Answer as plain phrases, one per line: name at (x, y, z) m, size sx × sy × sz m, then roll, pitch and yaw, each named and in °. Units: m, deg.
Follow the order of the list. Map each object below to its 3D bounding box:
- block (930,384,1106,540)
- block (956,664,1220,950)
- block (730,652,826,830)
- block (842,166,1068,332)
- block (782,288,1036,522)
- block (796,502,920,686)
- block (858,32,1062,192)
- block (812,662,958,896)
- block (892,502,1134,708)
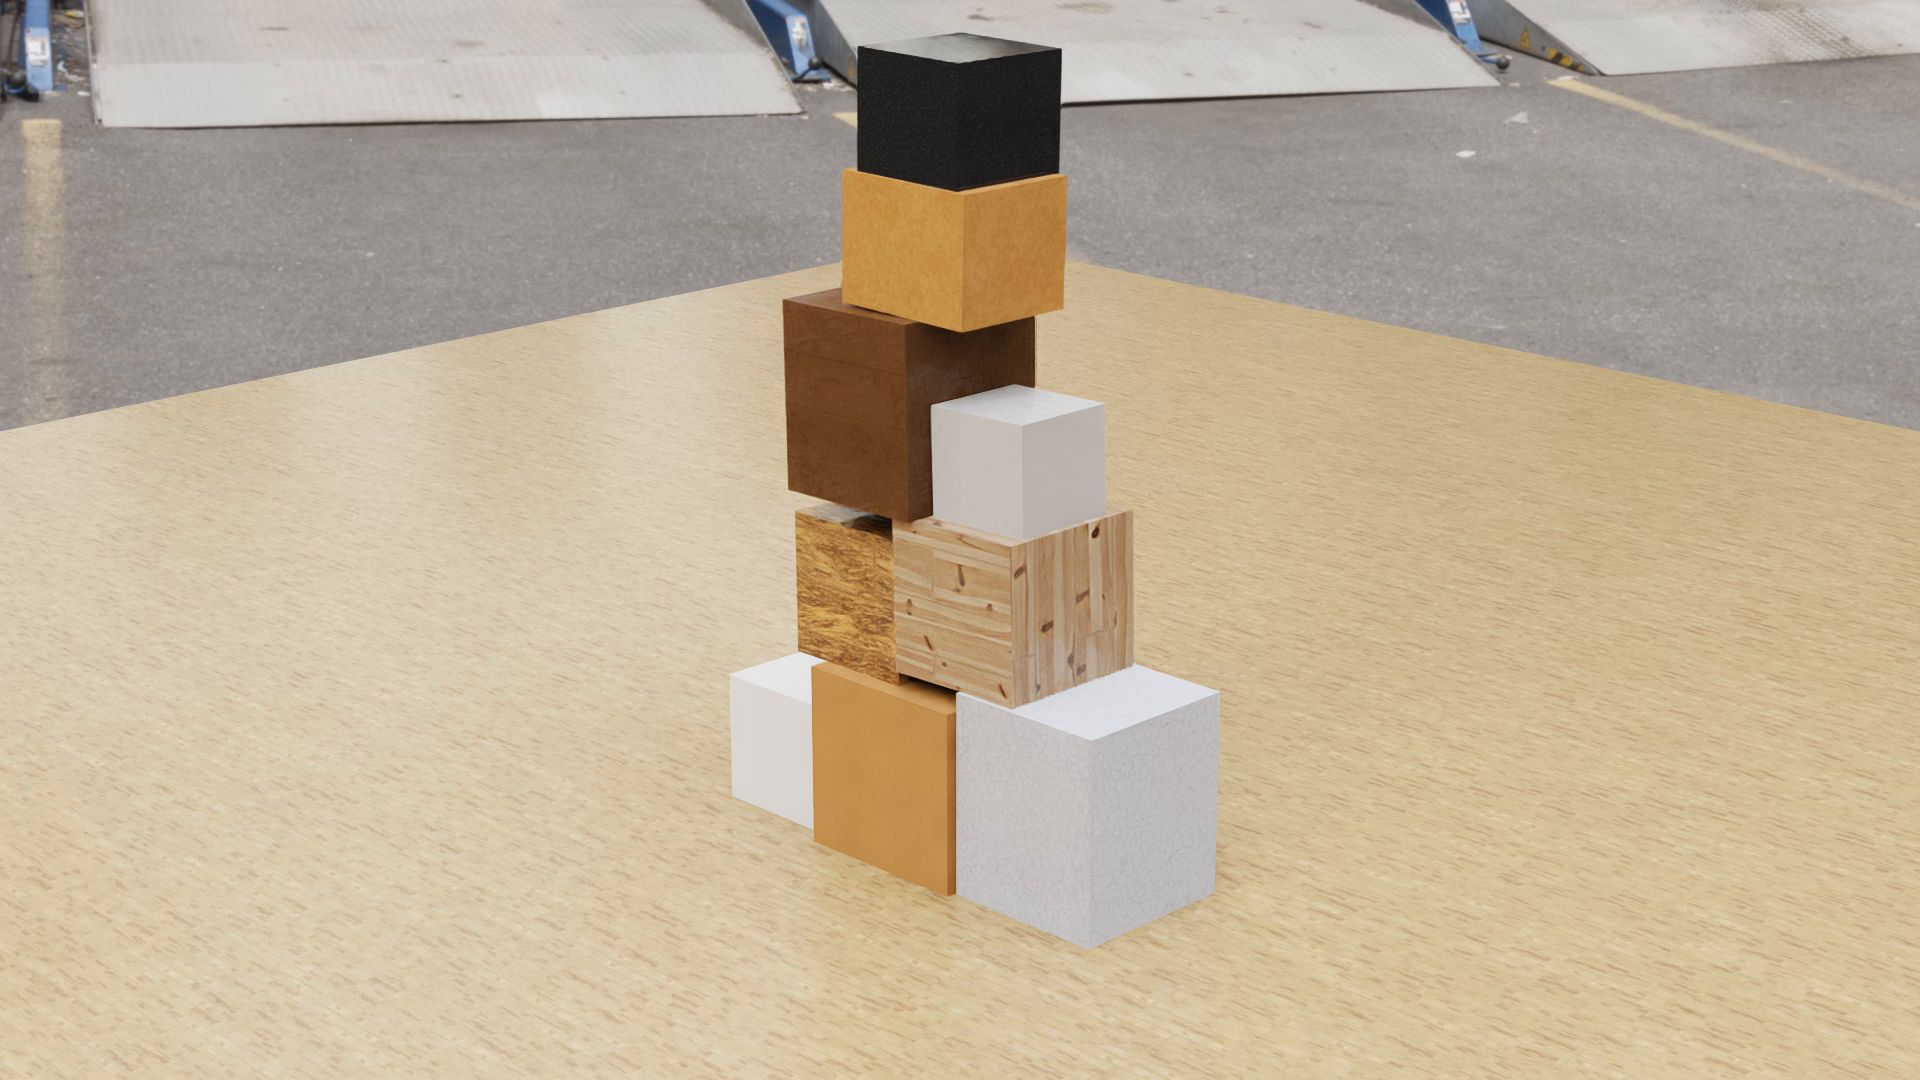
block at (0.259, -0.352, 12.944) m, size 0.530 × 0.508 × 0.553 m, roll -17°, pitch 23°, yaw -42°
block at (0.568, 1.136, 13.112) m, size 0.841 × 0.969 × 0.813 m, roll -17°, pitch 24°, yaw -42°
block at (-0.607, 0.944, 14.282) m, size 0.755 × 0.635 × 0.681 m, roll -17°, pitch 24°, yaw -42°
block at (-0.028, -1.326, 12.937) m, size 0.639 × 0.597 × 0.753 m, roll -17°, pitch 25°, yaw -42°
block at (-0.225, -0.666, 13.352) m, size 0.817 × 0.892 × 0.794 m, roll -17°, pitch 23°, yaw -42°
block at (-0.268, 0.188, 13.673) m, size 0.714 × 0.686 × 0.682 m, roll -17°, pitch 24°, yaw -42°
block at (-0.005, -1.874, 12.774) m, size 0.635 × 0.546 × 0.619 m, roll -17°, pitch 25°, yaw -42°
block at (-0.059, 1.002, 13.693) m, size 0.890 × 0.877 × 0.893 m, roll -17°, pitch 24°, yaw -42°
block at (0.242, 0.229, 13.168) m, size 0.791 × 0.732 × 0.731 m, roll -17°, pitch 23°, yaw -42°
